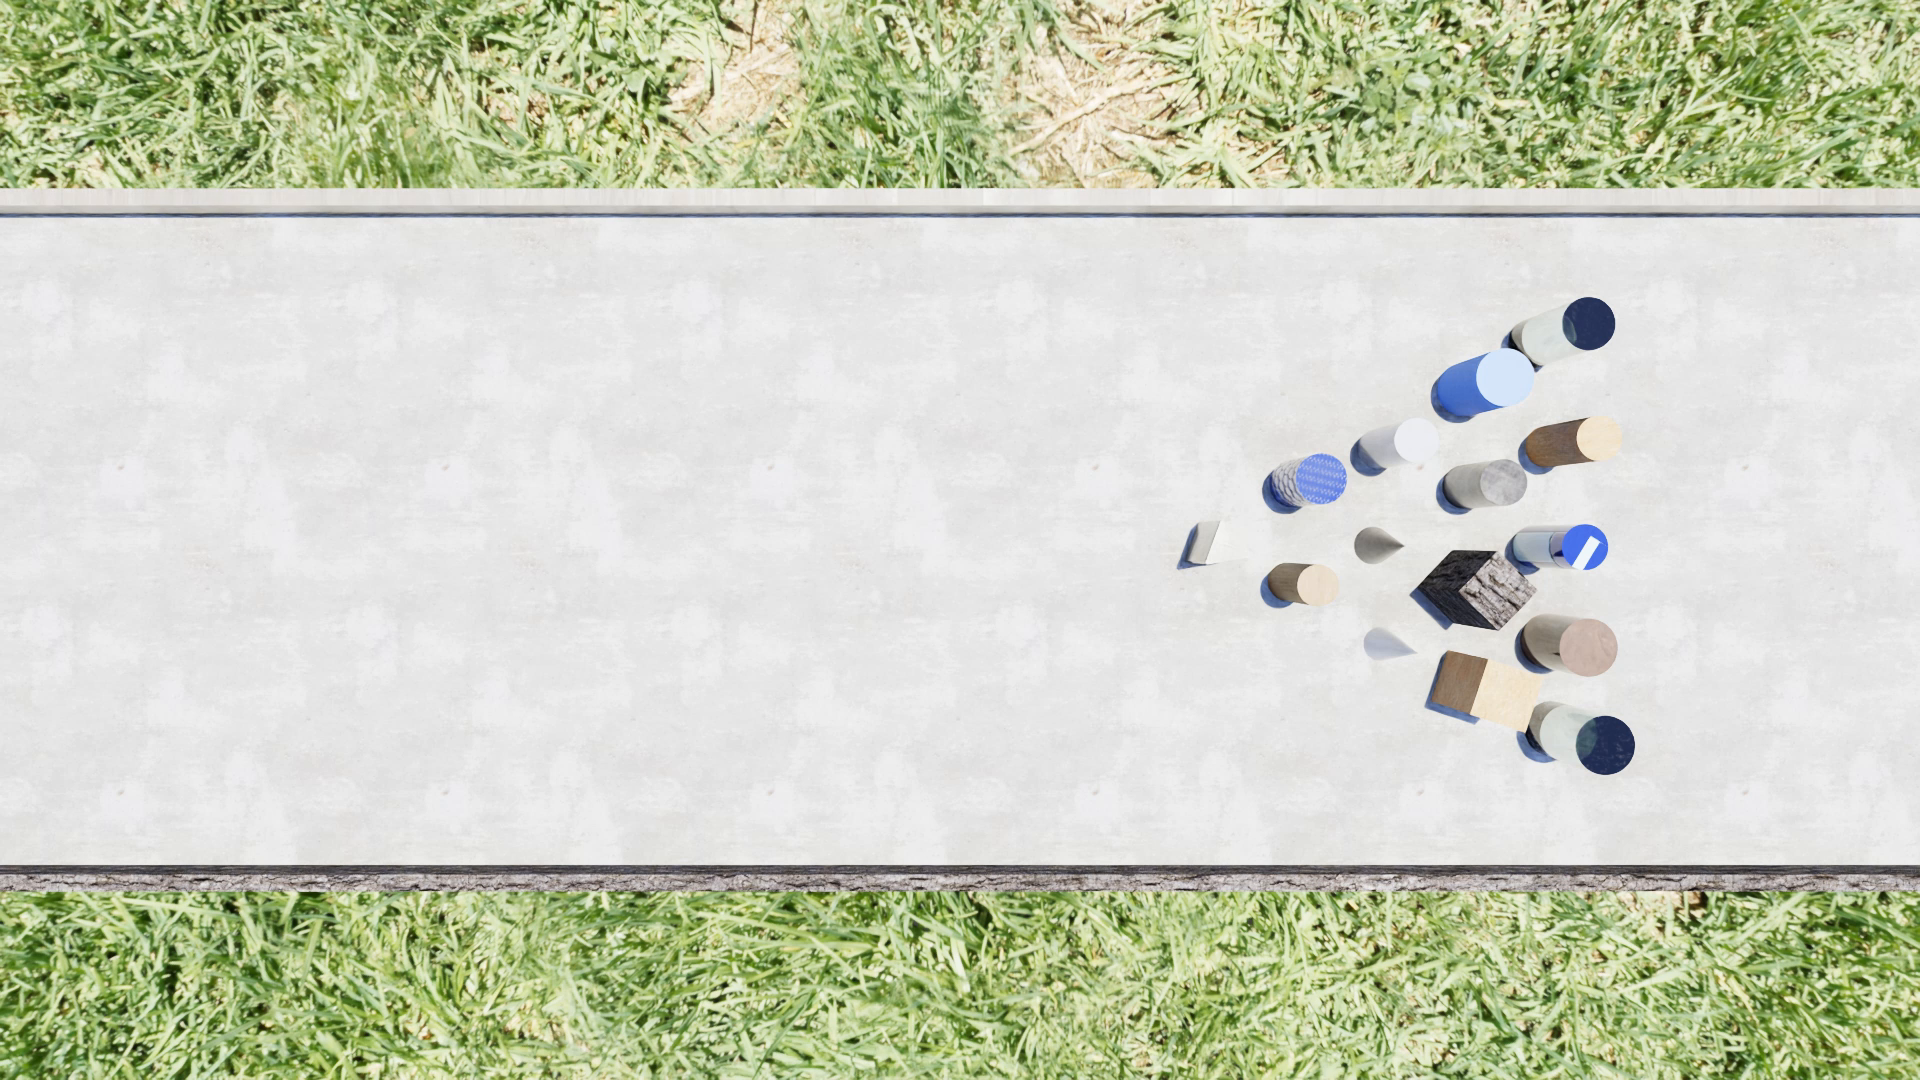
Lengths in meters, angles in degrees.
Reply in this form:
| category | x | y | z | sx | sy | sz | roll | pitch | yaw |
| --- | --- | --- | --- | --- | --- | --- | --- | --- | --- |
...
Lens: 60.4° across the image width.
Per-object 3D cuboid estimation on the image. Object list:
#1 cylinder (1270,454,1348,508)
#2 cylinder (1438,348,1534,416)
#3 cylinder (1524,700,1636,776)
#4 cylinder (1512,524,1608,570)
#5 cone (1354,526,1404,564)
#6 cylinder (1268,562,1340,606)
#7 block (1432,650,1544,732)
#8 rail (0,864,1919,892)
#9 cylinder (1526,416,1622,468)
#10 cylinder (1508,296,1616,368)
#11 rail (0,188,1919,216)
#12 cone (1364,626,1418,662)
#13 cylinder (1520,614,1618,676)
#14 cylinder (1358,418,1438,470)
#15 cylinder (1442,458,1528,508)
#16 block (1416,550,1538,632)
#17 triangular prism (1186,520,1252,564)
| category | x | y | z | sx | sy | sz | roll | pitch | yaw |
| --- | --- | --- | --- | --- | --- | --- | --- | --- | --- |
| cylinder | 1.024 | -0.173 | 4.873 | 0.145 | 0.406 | 0.145 | 0 | 90 | 0 |
| cylinder | 1.552 | -0.463 | 4.884 | 0.165 | 0.386 | 0.165 | 0 | 90 | 0 |
| cylinder | 1.821 | 0.579 | 4.865 | 0.169 | 0.424 | 0.169 | 0 | 90 | 0 |
| cylinder | 1.764 | 0.020 | 4.865 | 0.131 | 0.423 | 0.131 | 0 | 90 | 0 |
| cone | 1.271 | 0.017 | 4.891 | 0.117 | 0.371 | 0.117 | 0 | 90 | 0 |
| cylinder | 1.006 | 0.128 | 4.855 | 0.118 | 0.444 | 0.118 | 0 | 90 | 0 |
| block | 1.554 | 0.443 | 4.880 | 0.166 | 0.392 | 0.166 | 18 | 90 | 0 |
| rail | -2.247 | 1.025 | 5.001 | 12.000 | 0.150 | 0.050 | 0 | 90 | 0 |
| cylinder | 1.804 | -0.287 | 4.864 | 0.128 | 0.425 | 0.128 | 0 | 90 | 0 |
| cylinder | 1.762 | -0.606 | 4.849 | 0.151 | 0.454 | 0.151 | 0 | 90 | 0 |
| rail | -2.247 | -1.025 | 5.002 | 12.000 | 0.150 | 0.050 | 0 | 90 | 0 |
| cone | 1.294 | 0.320 | 4.868 | 0.106 | 0.418 | 0.106 | 0 | 90 | 0 |
| cylinder | 1.808 | 0.310 | 4.910 | 0.168 | 0.333 | 0.168 | 0 | 90 | 0 |
| cylinder | 1.287 | -0.281 | 4.861 | 0.126 | 0.431 | 0.126 | 0 | 90 | 0 |
| cylinder | 1.551 | -0.164 | 4.890 | 0.135 | 0.373 | 0.135 | 0 | 90 | 0 |
| block | 1.517 | 0.144 | 4.862 | 0.160 | 0.428 | 0.160 | 44 | 90 | 0 |
| triangular prism | 0.746 | 0.000 | 4.856 | 0.129 | 0.441 | 0.112 | -10 | 90 | 0 |
